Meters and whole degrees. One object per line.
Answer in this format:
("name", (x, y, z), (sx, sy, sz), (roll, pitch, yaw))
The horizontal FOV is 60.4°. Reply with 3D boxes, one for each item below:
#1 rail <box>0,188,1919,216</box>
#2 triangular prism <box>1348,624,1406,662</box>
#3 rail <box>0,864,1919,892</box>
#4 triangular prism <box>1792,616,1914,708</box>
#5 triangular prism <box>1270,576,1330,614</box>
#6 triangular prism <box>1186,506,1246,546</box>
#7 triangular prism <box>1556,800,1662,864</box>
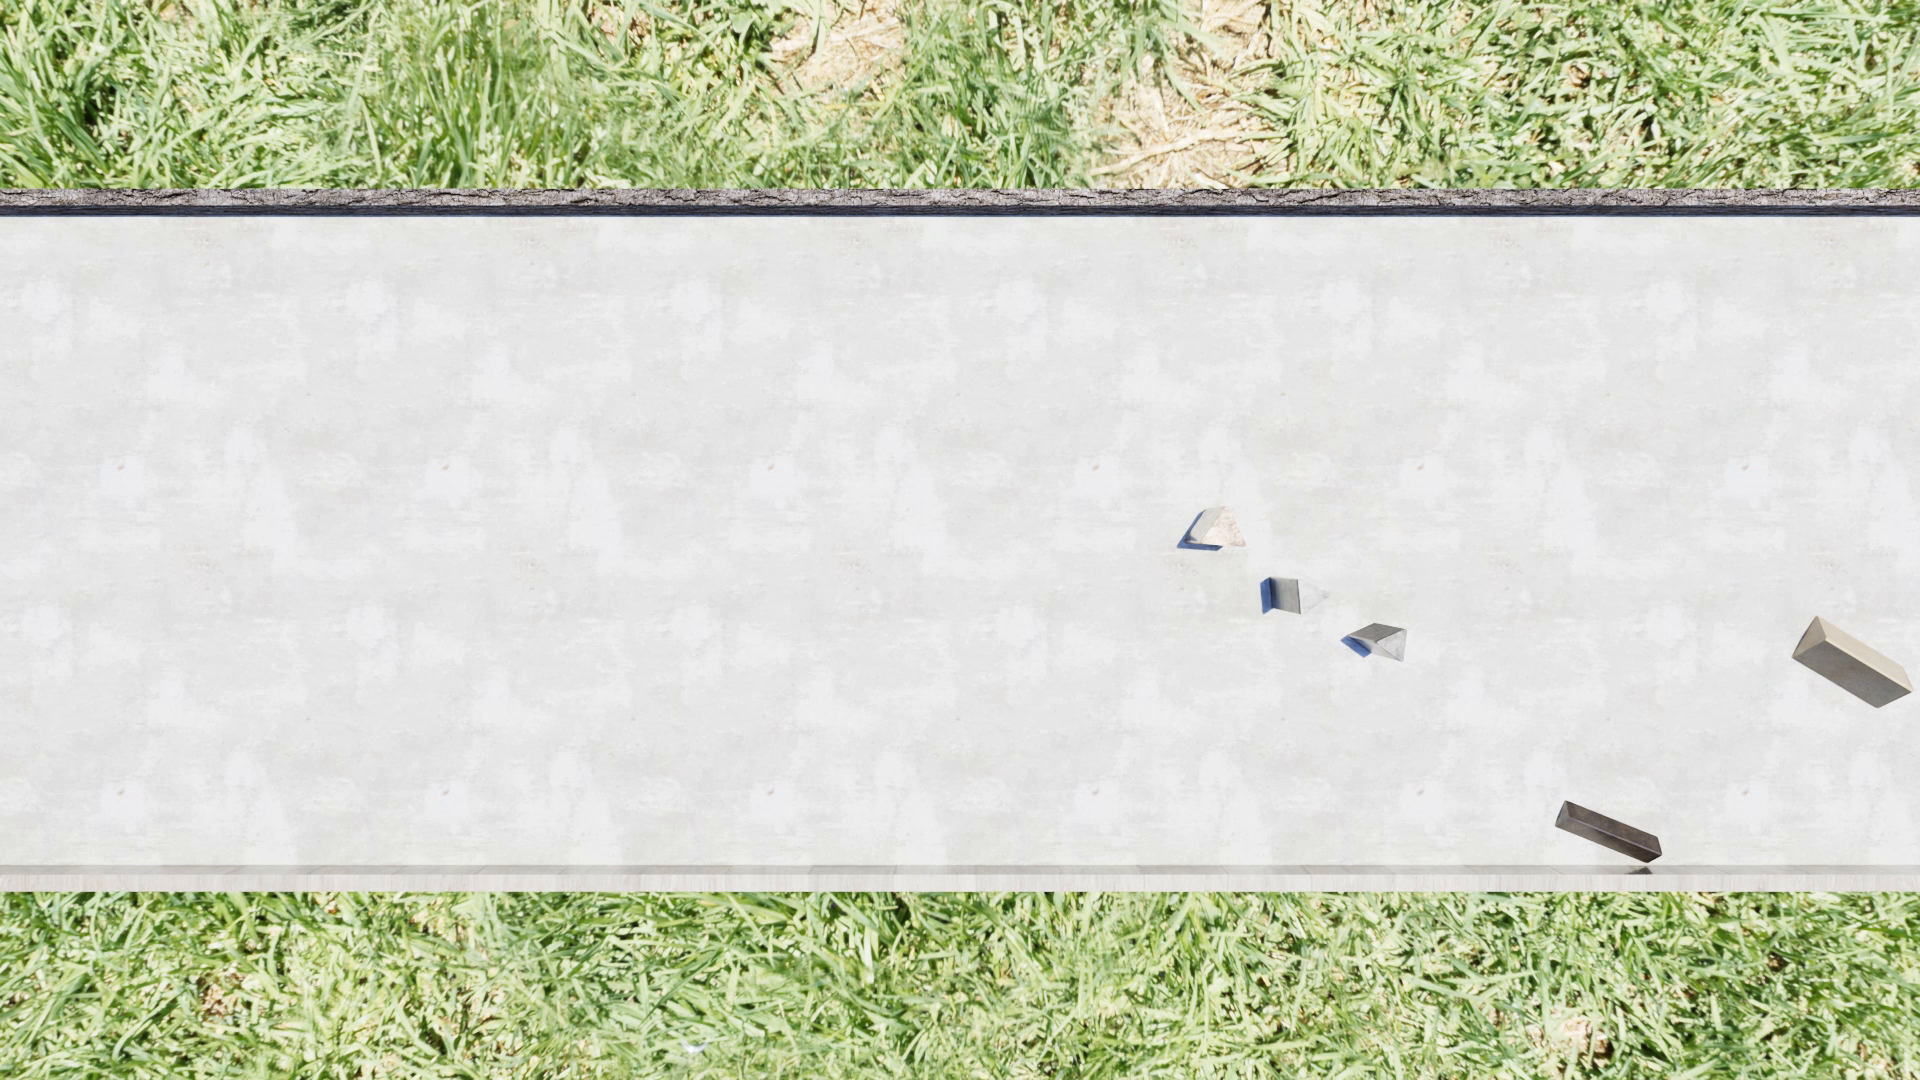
("rail", (-2.247, -1.025, 5.002), (12.000, 0.150, 0.050), (0, 90, 0))
("triangular prism", (1.255, 0.288, 4.899), (0.094, 0.355, 0.081), (36, 90, 0))
("rail", (-2.247, 1.025, 5.001), (12.000, 0.150, 0.050), (0, 90, 0))
("triangular prism", (2.728, 0.375, 5.009), (0.306, 0.128, 0.148), (31, 90, 0))
("triangular prism", (0.978, 0.147, 4.858), (0.100, 0.438, 0.086), (-35, 90, 0))
("triangular prism", (0.758, -0.043, 4.893), (0.127, 0.367, 0.110), (5, 90, 0))
("triangular prism", (1.987, 0.897, 5.037), (0.306, 0.075, 0.087), (22, 90, 0))
